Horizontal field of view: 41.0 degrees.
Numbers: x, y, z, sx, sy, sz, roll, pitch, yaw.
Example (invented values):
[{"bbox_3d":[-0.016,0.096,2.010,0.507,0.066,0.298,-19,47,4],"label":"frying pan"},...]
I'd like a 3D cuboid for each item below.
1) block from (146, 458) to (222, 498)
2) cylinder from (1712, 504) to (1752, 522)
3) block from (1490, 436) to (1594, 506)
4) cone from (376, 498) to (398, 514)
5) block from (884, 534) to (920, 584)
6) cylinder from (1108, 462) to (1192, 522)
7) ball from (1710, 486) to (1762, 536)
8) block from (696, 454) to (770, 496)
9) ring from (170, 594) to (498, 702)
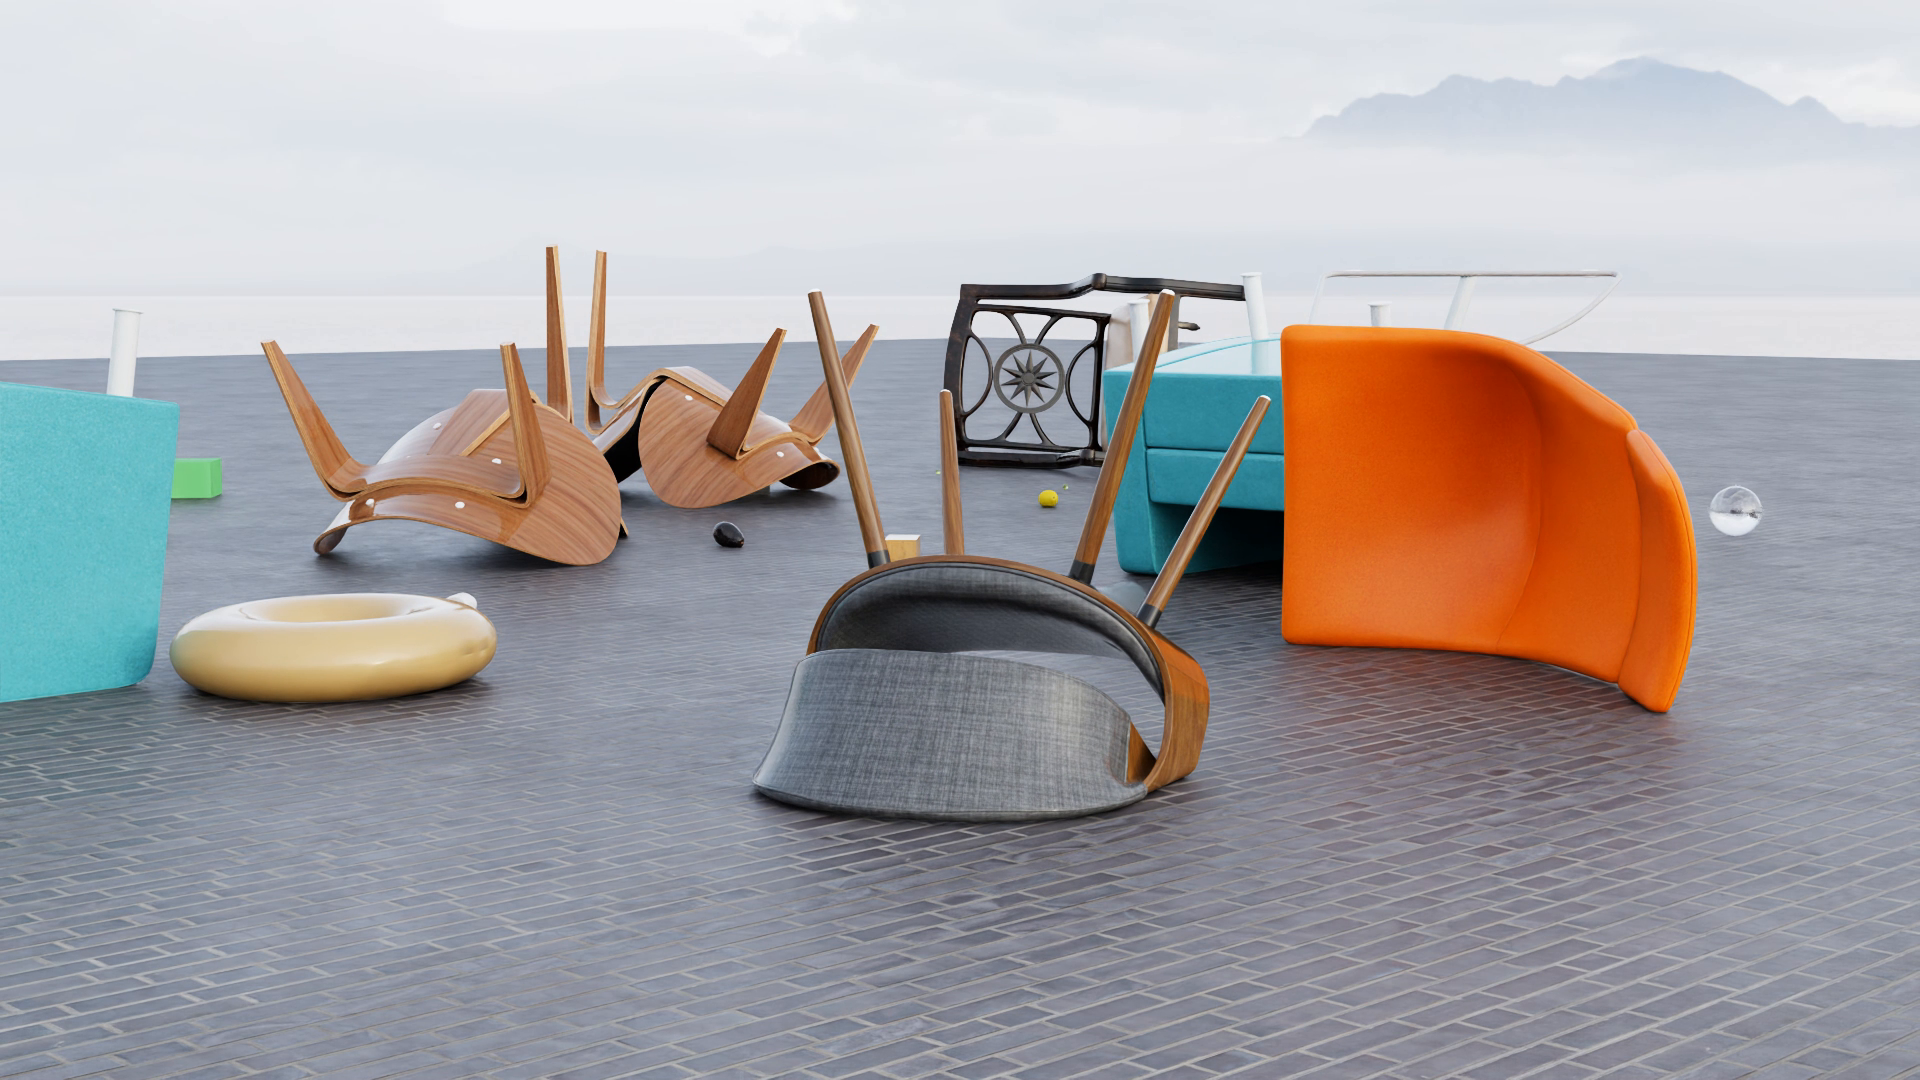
[{"bbox_3d":[-2.328,-0.186,7.701,0.188,0.106,0.158,0,6,-4],"label":"block"},{"bbox_3d":[2.073,-0.073,6.884,0.087,0.049,0.057,-1,4,-12],"label":"cylinder"},{"bbox_3d":[1.703,-0.205,7.509,0.219,0.183,0.197,-5,8,-40],"label":"block"},{"bbox_3d":[-1.580,-0.083,7.113,0.068,0.050,0.047,-10,39,-33],"label":"cone"},{"bbox_3d":[-0.125,0.041,5.562,0.069,0.094,0.111,0,6,4],"label":"block"},{"bbox_3d":[0.516,-0.132,6.954,0.175,0.155,0.150,5,-33,37],"label":"cylinder"},{"bbox_3d":[1.963,-0.072,6.494,0.127,0.127,0.127,0,6,0],"label":"ball"},{"bbox_3d":[-0.692,-0.199,7.804,0.153,0.111,0.209,-3,7,-29],"label":"block"},{"bbox_3d":[-1.011,0.171,4.156,0.522,0.125,0.506,1,7,19],"label":"ring"}]
